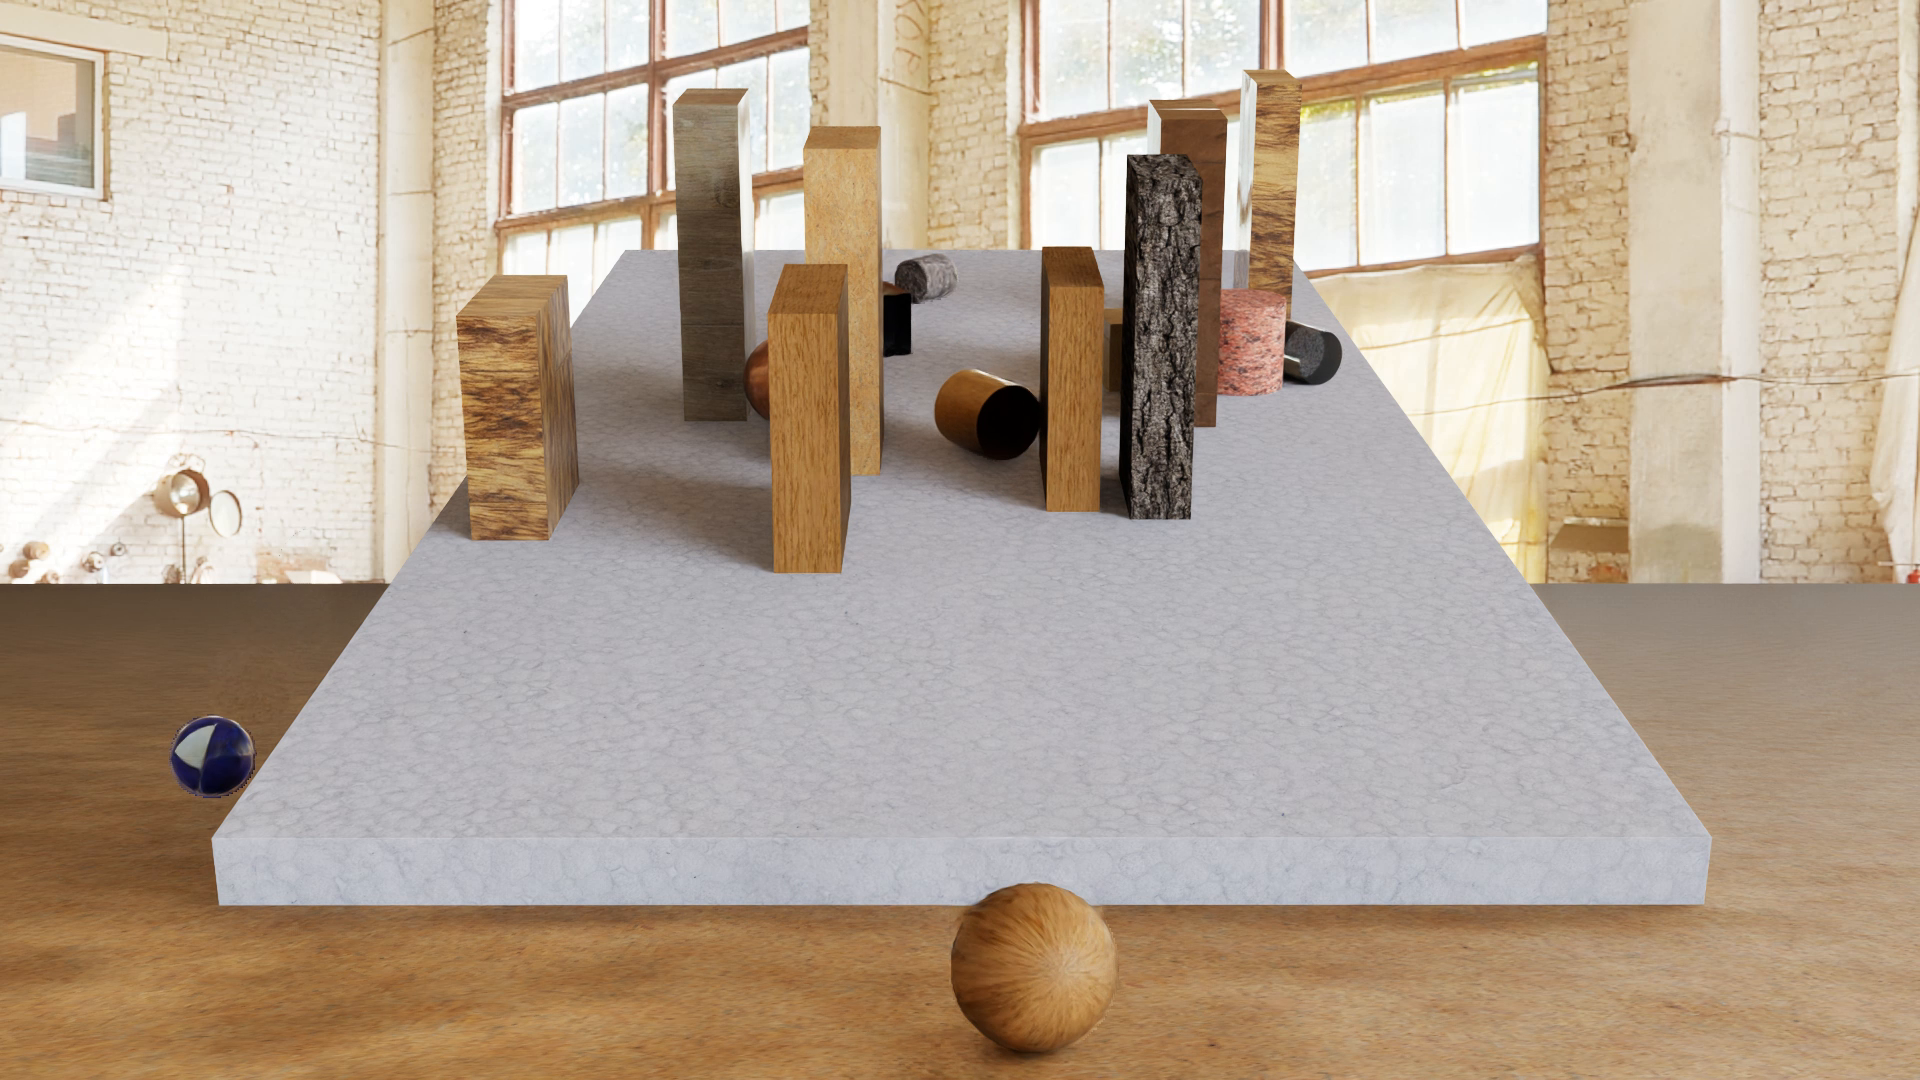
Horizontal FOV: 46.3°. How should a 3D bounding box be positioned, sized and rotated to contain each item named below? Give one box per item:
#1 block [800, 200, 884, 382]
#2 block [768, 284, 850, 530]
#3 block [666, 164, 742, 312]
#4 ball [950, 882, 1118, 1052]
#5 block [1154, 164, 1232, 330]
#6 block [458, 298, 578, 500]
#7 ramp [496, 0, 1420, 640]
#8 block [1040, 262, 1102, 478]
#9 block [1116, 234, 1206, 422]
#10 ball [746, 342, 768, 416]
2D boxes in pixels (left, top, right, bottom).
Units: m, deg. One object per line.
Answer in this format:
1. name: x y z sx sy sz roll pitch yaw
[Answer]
1. block: -0.234 -0.494 4.604 0.143 0.305 0.661 0 0 0
2. block: -0.271 -0.231 4.119 0.119 0.421 0.472 0 0 0
3. block: -0.539 -0.634 4.974 0.138 0.282 0.690 0 0 0
4. ball: 0.068 0.398 2.095 0.156 0.156 0.156 0 -1 0
5. block: 0.489 -0.614 4.952 0.140 0.316 0.668 0 0 0
6. block: -0.835 -0.258 4.268 0.143 0.358 0.426 0 0 0
7. ramp: -0.004 -0.193 4.904 2.000 4.000 0.100 0 0 0
8. block: 0.218 -0.326 4.453 0.102 0.395 0.441 0 0 0
9. block: 0.383 -0.395 4.331 0.116 0.304 0.649 0 0 0
10. ball: -0.371 -0.350 4.895 0.202 0.202 0.202 0 -1 0
